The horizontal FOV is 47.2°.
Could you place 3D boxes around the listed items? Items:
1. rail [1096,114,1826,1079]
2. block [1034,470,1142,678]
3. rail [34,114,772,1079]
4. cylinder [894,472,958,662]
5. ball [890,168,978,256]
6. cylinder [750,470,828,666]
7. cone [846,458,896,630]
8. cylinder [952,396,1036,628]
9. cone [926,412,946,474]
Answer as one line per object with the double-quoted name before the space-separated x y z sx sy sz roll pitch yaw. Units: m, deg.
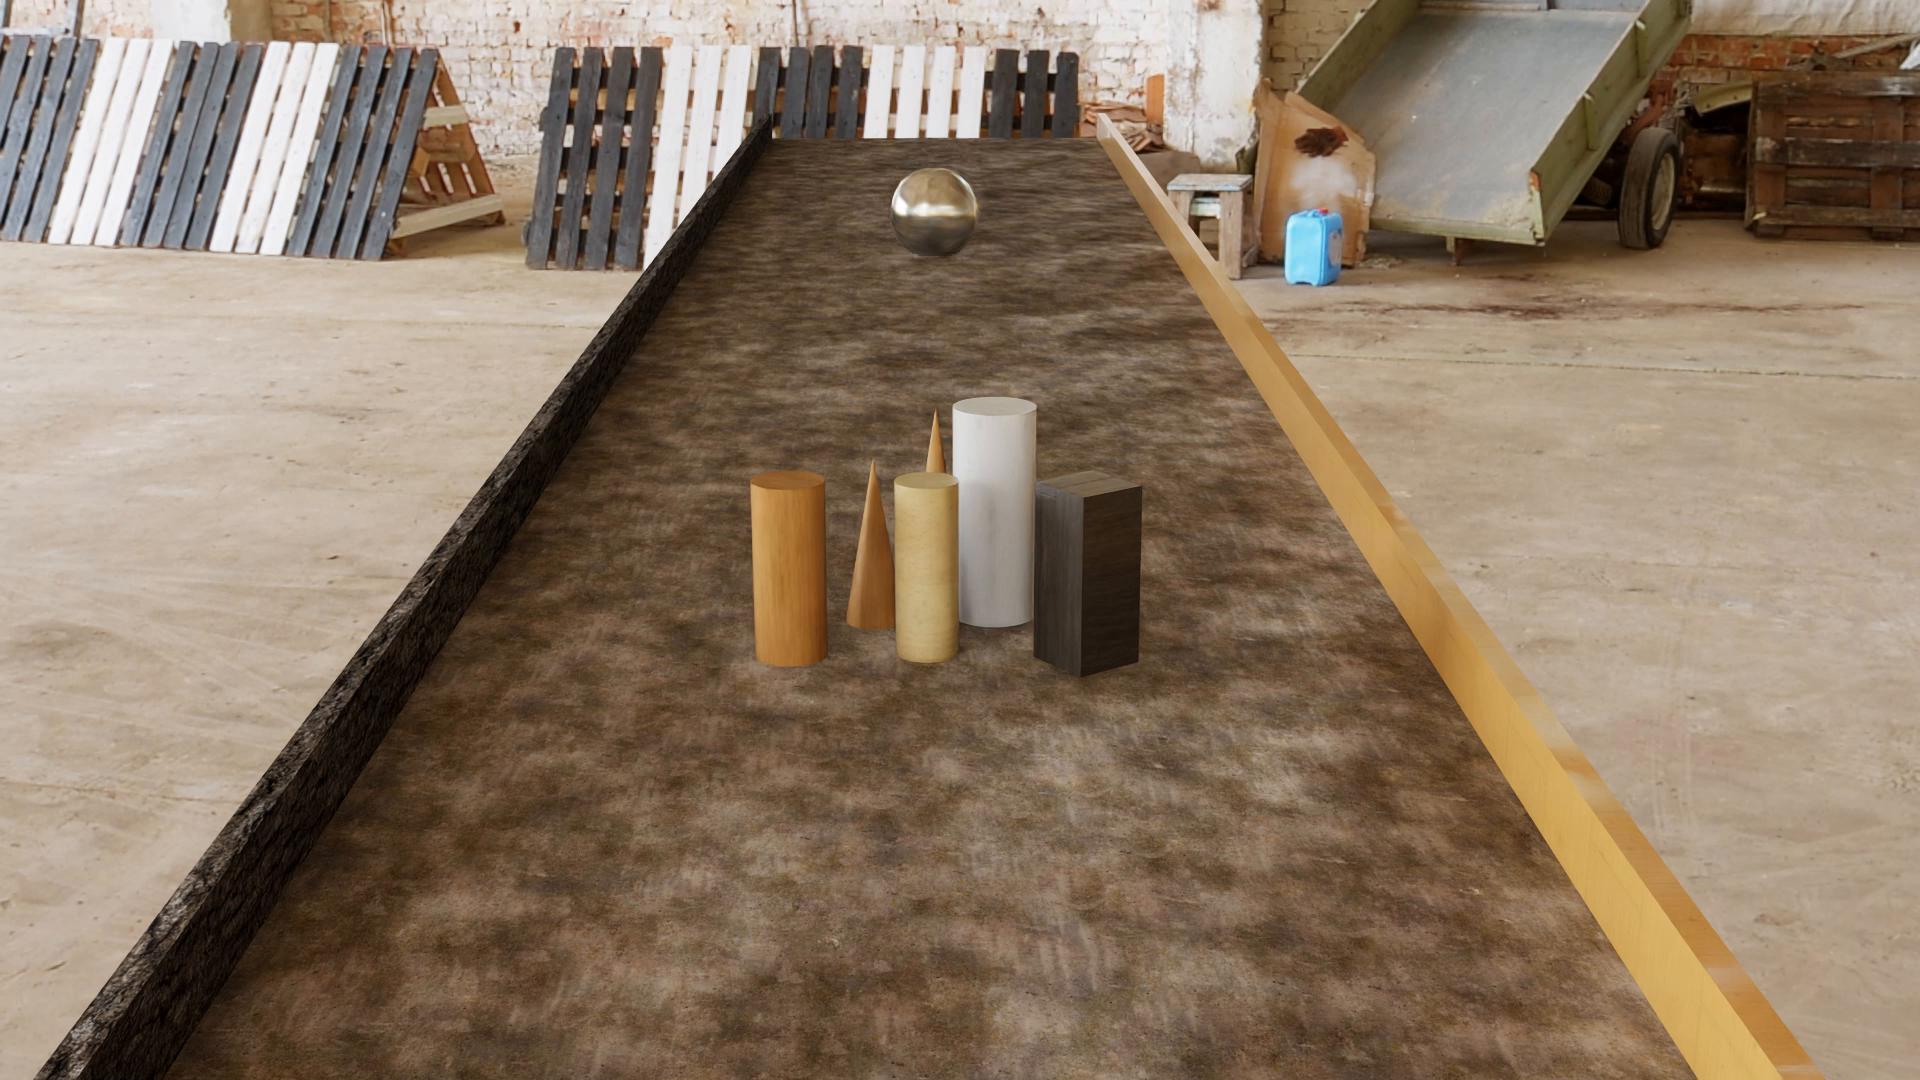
"rail" 0.932 -0.844 7.801 0.050 0.150 12.000 0 17 -1
"block" 0.252 0.065 4.367 0.149 0.366 0.149 -12 20 -35
"rail" -1.118 -0.838 7.780 0.050 0.150 12.000 0 17 -1
"cylinder" -0.066 0.054 4.412 0.129 0.360 0.129 0 17 0
"ball" -0.109 -1.374 9.201 0.367 0.367 0.367 0 17 0
"cylinder" -0.341 0.056 4.397 0.147 0.365 0.147 0 17 0
"cone" -0.180 -0.002 4.609 0.125 0.357 0.125 0 17 0
"cylinder" 0.072 -0.060 4.629 0.175 0.455 0.175 0 17 0
"cone" -0.053 -0.107 4.902 0.126 0.390 0.126 0 17 0
